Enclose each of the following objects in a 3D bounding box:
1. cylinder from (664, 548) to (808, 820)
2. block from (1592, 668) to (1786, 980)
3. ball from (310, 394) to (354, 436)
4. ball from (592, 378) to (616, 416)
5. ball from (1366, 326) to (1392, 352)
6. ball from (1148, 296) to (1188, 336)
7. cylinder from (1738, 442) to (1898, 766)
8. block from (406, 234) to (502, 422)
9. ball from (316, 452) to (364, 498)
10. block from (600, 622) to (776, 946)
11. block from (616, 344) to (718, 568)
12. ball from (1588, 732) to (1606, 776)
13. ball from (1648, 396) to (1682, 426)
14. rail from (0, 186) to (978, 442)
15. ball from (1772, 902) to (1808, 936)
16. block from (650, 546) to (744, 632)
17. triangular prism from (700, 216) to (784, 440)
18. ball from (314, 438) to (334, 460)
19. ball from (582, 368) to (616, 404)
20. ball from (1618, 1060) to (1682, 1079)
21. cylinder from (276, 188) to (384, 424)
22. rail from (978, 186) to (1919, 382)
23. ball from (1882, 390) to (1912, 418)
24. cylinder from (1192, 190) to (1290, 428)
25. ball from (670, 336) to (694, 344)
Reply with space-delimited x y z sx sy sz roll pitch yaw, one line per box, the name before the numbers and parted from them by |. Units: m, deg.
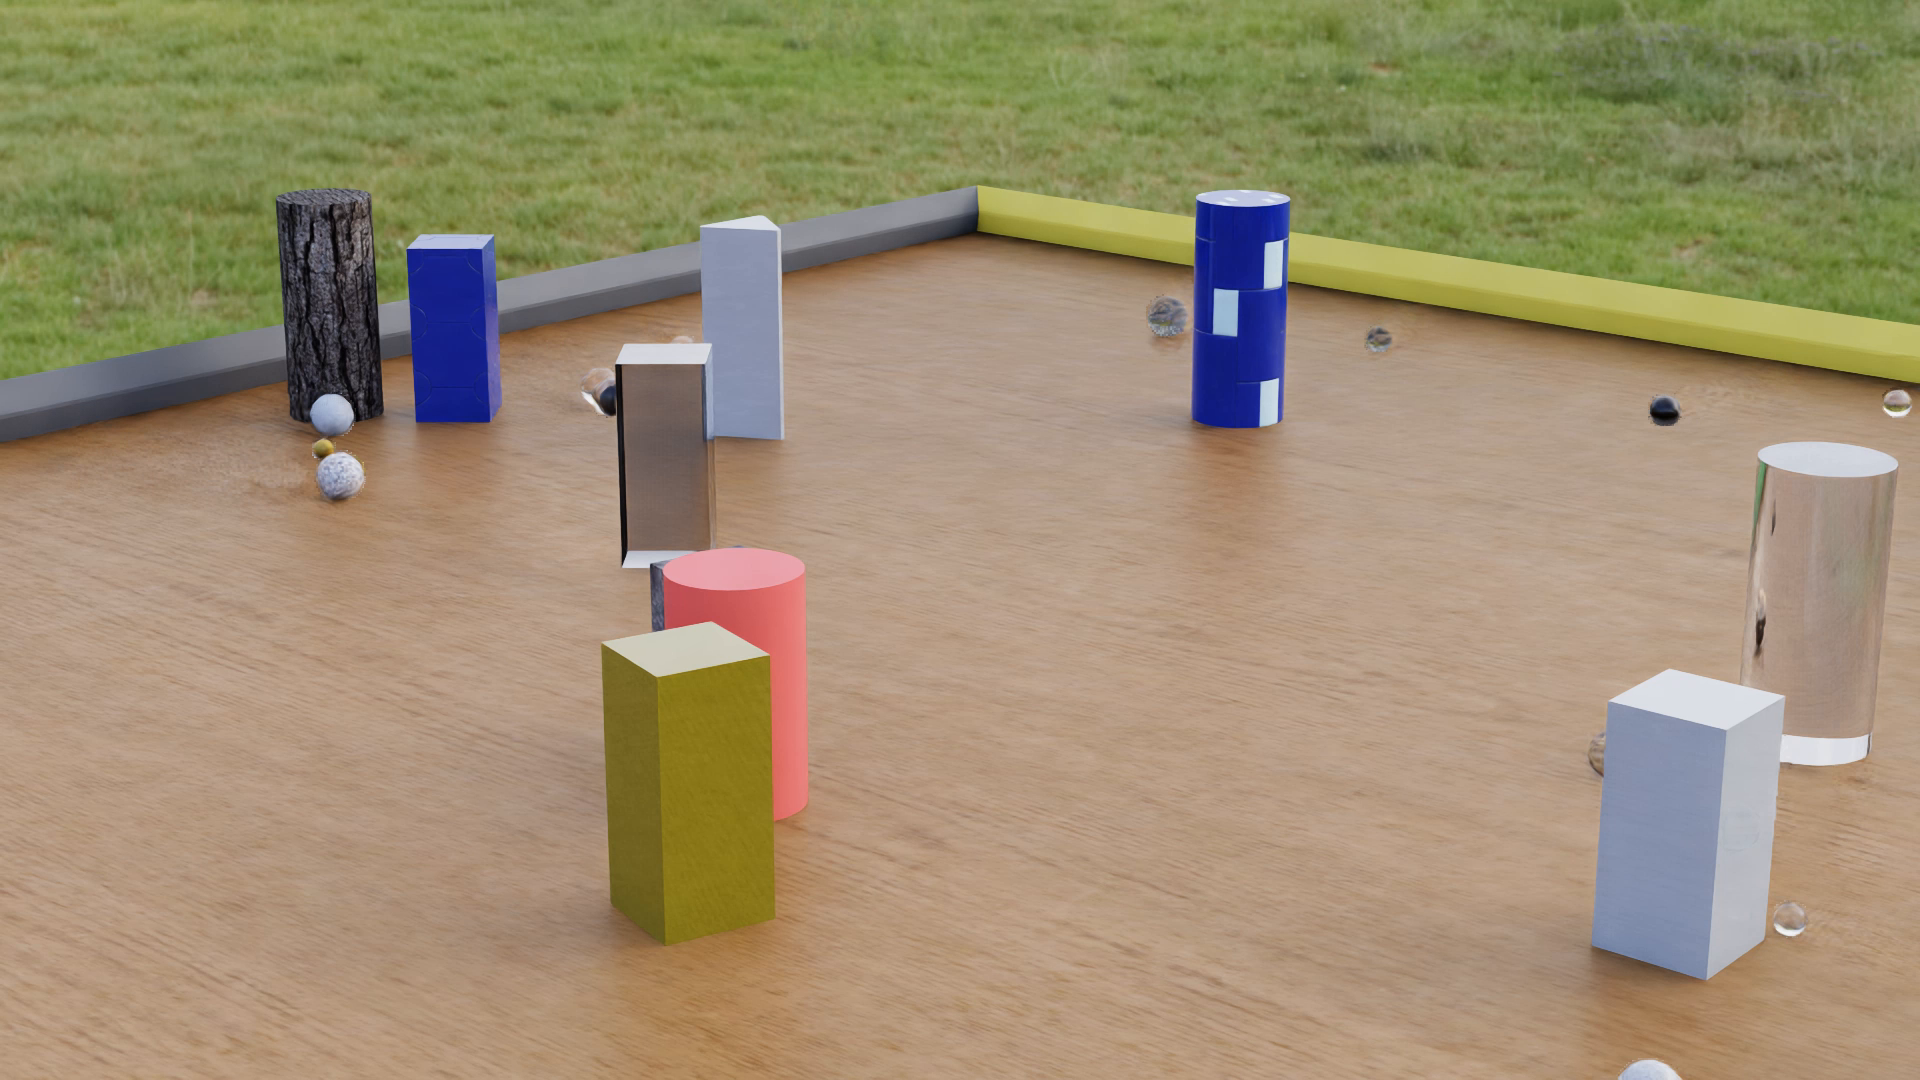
cylinder | -0.317 0.207 4.168 0.200 0.347 0.200 0 17 0
block | 0.918 0.356 3.700 0.160 0.331 0.160 14 22 39
ball | -1.324 -0.264 6.179 0.089 0.089 0.089 0 17 0
ball | -0.753 -0.308 6.335 0.083 0.083 0.083 0 17 0
ball | 0.988 -0.472 6.918 0.062 0.062 0.062 0 17 0
ball | 0.500 -0.539 7.076 0.097 0.097 0.097 0 17 0
cylinder | 1.277 0.093 4.378 0.200 0.443 0.200 0 17 0
block | -1.088 -0.457 6.318 0.160 0.378 0.160 0 17 1
ball | -1.209 -0.125 5.715 0.091 0.091 0.091 0 17 0
block | -0.350 0.312 3.789 0.160 0.363 0.160 -10 20 -31
block | -0.530 -0.154 5.312 0.160 0.377 0.160 0 17 0
ball | 0.956 0.314 4.296 0.068 0.068 0.068 0 17 0
ball | 1.504 -0.275 6.254 0.067 0.067 0.067 0 17 0
rail | -1.640 -0.378 6.483 0.045 0.130 5.206 14 22 39
ball | 1.066 0.487 3.764 0.043 0.043 0.043 0 17 0
block | -0.353 0.171 4.410 0.160 0.275 0.160 -12 21 -35
triangular prism | -0.437 -0.451 6.183 0.173 0.445 0.150 4 17 13
ball | -1.302 -0.186 6.002 0.042 0.042 0.042 0 17 0
ball | -0.786 -0.335 6.419 0.087 0.087 0.087 0 17 0
ball | 0.769 0.619 3.266 0.078 0.078 0.078 0 17 0
cylinder | -1.354 -0.504 6.309 0.200 0.474 0.200 0 17 0
rail | 1.691 -0.529 6.985 4.391 0.130 0.045 14 22 39
ball | 2.024 -0.295 6.331 0.060 0.060 0.060 0 17 0
cylinder | 0.599 -0.495 6.274 0.200 0.477 0.200 0 17 0
ball | -0.645 -0.442 6.813 0.064 0.064 0.064 0 17 0
